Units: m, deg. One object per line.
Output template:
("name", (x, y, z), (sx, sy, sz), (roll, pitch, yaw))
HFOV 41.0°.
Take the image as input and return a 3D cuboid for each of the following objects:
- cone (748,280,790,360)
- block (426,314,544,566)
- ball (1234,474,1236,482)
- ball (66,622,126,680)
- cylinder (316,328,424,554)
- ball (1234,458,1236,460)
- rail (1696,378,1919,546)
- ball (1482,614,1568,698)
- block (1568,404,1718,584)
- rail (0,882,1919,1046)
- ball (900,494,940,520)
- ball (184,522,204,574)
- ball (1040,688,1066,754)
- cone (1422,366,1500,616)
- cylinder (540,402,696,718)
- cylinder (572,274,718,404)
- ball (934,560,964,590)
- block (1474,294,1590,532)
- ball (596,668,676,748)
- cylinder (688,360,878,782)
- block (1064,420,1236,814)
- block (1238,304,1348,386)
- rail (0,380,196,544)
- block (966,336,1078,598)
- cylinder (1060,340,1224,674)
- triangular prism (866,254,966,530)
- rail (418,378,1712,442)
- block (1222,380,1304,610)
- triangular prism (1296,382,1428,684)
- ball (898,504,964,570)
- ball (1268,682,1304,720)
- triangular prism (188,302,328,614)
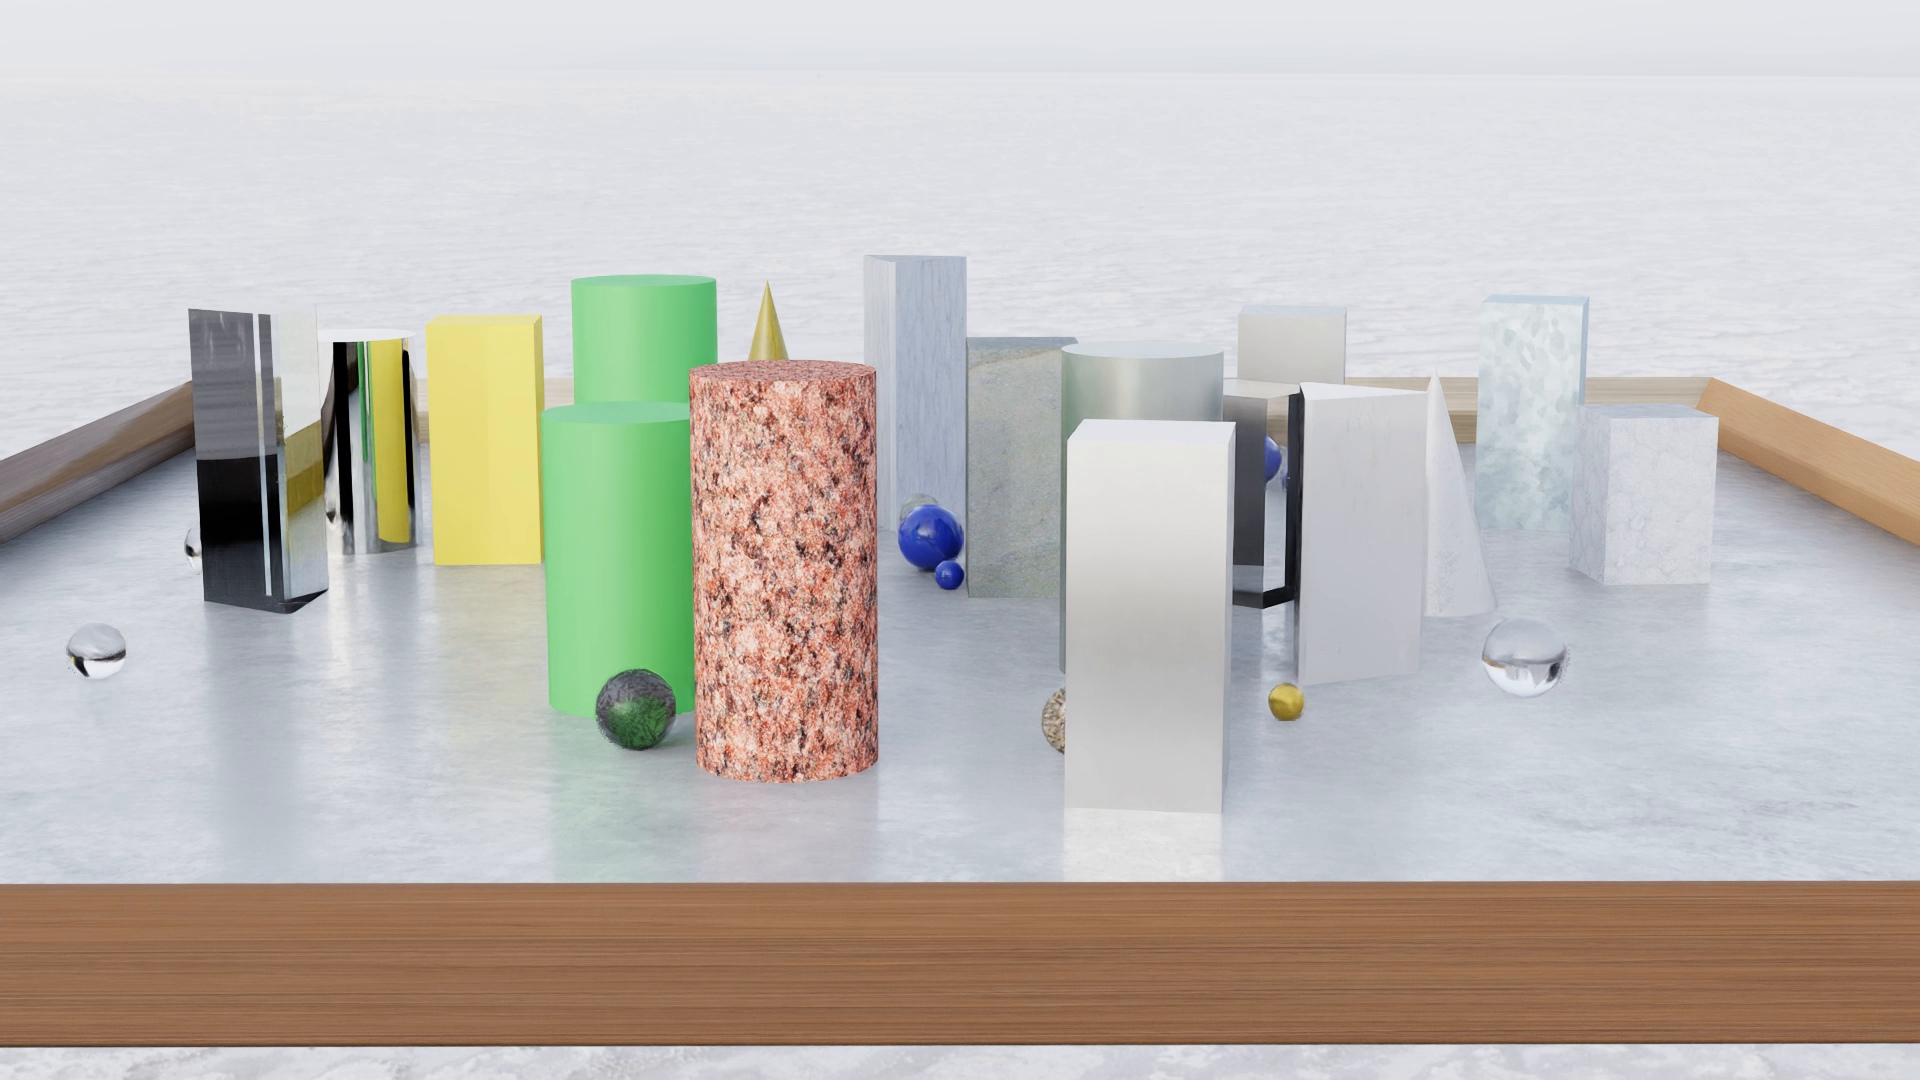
("cone", (-0.324, -0.257, 4.344), (0.193, 0.370, 0.193), (0, 11, 0))
("block", (-0.702, -0.152, 3.823), (0.155, 0.354, 0.155), (-1, 11, -4))
("ball", (0.497, -0.106, 4.409), (0.050, 0.050, 0.050), (0, 11, 0))
("ball", (-1.033, 0.133, 3.070), (0.069, 0.069, 0.069), (0, 11, 0))
("cylinder", (-0.923, -0.153, 3.917), (0.193, 0.321, 0.193), (0, 11, 0))
("ball", (0.442, -0.151, 4.538), (0.091, 0.091, 0.091), (0, 11, 0))
("rail", (1.446, 0.031, 3.457), (0.045, 0.126, 3.121), (0, 11, 0))
("ball", (0.656, 0.135, 2.980), (0.097, 0.097, 0.097), (0, 11, 0))
("block", (0.981, -0.068, 3.691), (0.155, 0.237, 0.155), (-1, 11, -5))
("rail", (0.009, 0.313, 1.938), (2.940, 0.126, 0.045), (0, 11, 0))
("ball", (-0.060, -0.039, 4.002), (0.066, 0.066, 0.066), (0, 11, 0))
("ball", (-1.069, 0.010, 3.684), (0.085, 0.085, 0.085), (0, 11, 0))
("ball", (0.124, 0.193, 2.728), (0.076, 0.076, 0.076), (0, 11, 0))
("cone", (0.641, -0.076, 3.488), (0.193, 0.326, 0.193), (0, 11, 0))
("cylinder", (-0.380, 0.019, 2.952), (0.193, 0.335, 0.193), (0, 11, 0))
("cylinder", (-0.423, -0.132, 3.476), (0.193, 0.440, 0.193), (0, 11, 0))
("ball", (-0.015, 0.049, 3.598), (0.042, 0.042, 0.042), (0, 11, 0))
("block", (0.913, -0.205, 4.100), (0.155, 0.358, 0.155), (3, 11, 17))
("ball", (-0.348, 0.181, 2.760), (0.087, 0.087, 0.087), (0, 11, 0))
("cylinder", (-0.183, 0.028, 2.689), (0.193, 0.414, 0.193), (0, 11, 0))
("block", (0.192, 0.073, 2.575), (0.155, 0.367, 0.155), (2, 11, 8))
("block", (0.498, -0.164, 3.861), (0.155, 0.363, 0.155), (2, 11, 9))
("rail", (-1.446, 0.034, 3.441), (0.045, 0.126, 3.121), (0, 11, 0))
("block", (0.087, -0.104, 3.587), (0.155, 0.345, 0.155), (0, 11, -1))
("cylinder", (0.218, -0.036, 3.095), (0.193, 0.391, 0.193), (0, 11, 0))
("triangular prism", (-0.100, -0.242, 4.120), (0.145, 0.423, 0.168), (10, 14, 43))
("rail", (-0.009, -0.248, 4.960), (2.940, 0.126, 0.045), (0, 11, 0))
("block", (0.397, -0.067, 3.549), (0.155, 0.287, 0.155), (8, 13, 38))
("triangular prism", (0.452, -0.014, 3.115), (0.168, 0.341, 0.145), (-5, 12, -24))
("ball", (-0.042, -0.004, 3.728), (0.097, 0.097, 0.097), (0, 11, 0))
("ball", (0.367, 0.181, 2.884), (0.041, 0.041, 0.041), (0, 11, 0))
("triangular prism", (-0.929, -0.118, 3.506), (0.168, 0.402, 0.145), (7, 13, 33))
